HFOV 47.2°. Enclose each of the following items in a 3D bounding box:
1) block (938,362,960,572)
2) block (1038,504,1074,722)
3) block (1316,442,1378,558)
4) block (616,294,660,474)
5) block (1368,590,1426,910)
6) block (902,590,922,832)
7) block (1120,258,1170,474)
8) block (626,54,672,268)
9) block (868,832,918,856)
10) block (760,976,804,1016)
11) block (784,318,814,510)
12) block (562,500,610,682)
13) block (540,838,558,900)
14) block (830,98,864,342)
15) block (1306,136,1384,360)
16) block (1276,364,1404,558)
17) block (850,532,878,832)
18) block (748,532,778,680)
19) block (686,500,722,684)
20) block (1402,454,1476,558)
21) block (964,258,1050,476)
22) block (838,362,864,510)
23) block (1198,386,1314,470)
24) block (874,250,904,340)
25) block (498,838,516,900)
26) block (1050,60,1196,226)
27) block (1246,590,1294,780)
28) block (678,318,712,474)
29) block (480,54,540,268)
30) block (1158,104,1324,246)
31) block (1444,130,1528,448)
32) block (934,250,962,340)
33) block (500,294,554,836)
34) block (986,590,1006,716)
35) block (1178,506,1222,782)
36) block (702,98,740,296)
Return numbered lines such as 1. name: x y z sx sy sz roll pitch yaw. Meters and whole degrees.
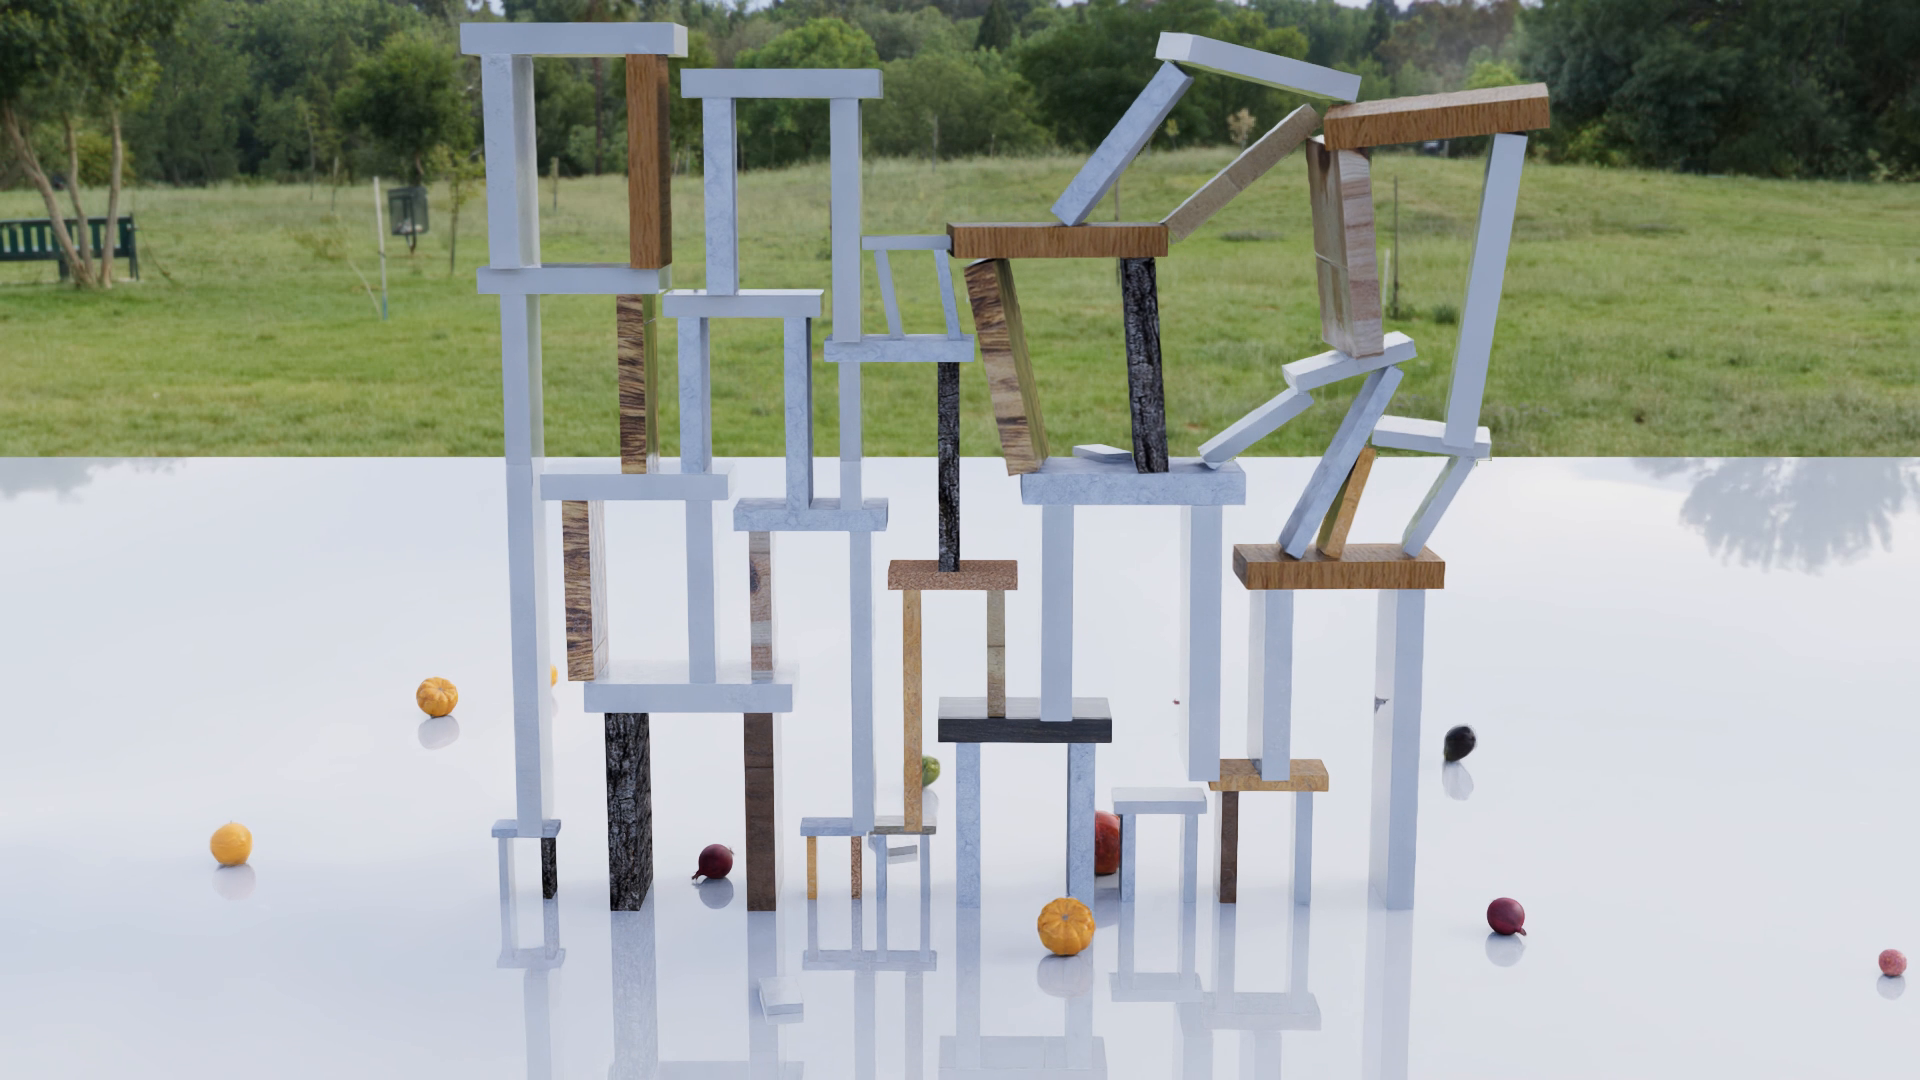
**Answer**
1. block: -0.018 -0.125 3.540 0.033 0.336 0.118 0 11 0
2. block: 0.155 0.102 3.580 0.050 0.351 0.176 0 11 0
3. block: 0.621 -0.068 3.541 0.026 0.182 0.091 17 10 -3
4. block: -0.513 -0.256 3.512 0.040 0.283 0.141 0 11 1
5. block: 0.719 0.326 3.624 0.045 0.535 0.158 0 11 0
6. block: -0.077 0.269 3.606 0.029 0.402 0.104 0 10 -1
7. block: 0.293 -0.284 3.503 0.047 0.334 0.167 -4 10 3
8. block: -0.486 -0.592 3.441 0.046 0.324 0.162 0 11 -1
9. block: -0.120 0.537 3.913 0.053 0.015 0.106 -4 11 -23
10. block: -0.262 0.666 3.218 0.053 0.015 0.106 -2 11 -11
11. block: -0.258 -0.208 3.521 0.035 0.306 0.123 0 11 0
12. block: -0.609 0.068 3.581 0.042 0.296 0.148 0 11 0
13. block: -0.684 0.538 3.659 0.015 0.106 0.053 0 11 0
14. block: -0.178 -0.505 3.464 0.043 0.373 0.151 0 11 -1
15. block: 0.599 -0.459 3.427 0.046 0.327 0.163 -10 17 -6
16. block: 0.608 -0.131 3.520 0.028 0.336 0.097 27 11 -5
17. block: -0.158 0.220 3.608 0.034 0.498 0.122 0 11 0
18. block: -0.319 0.095 3.583 0.034 0.243 0.121 0 11 0
19. block: -0.416 0.070 3.570 0.042 0.296 0.148 0 11 -3
20. block: 0.767 -0.066 3.525 0.026 0.182 0.091 29 22 2
21. block: 0.077 -0.282 3.505 0.047 0.334 0.167 -11 10 11
22. block: -0.173 -0.174 3.530 0.033 0.236 0.118 0 11 0
23. block: 0.473 -0.183 3.519 0.194 0.028 0.097 -34 7 8
24. block: -0.112 -0.391 3.483 0.020 0.139 0.070 -11 10 2
25. block: -0.754 0.538 3.659 0.015 0.106 0.053 0 11 0
26. block: 0.255 -0.620 3.441 0.041 0.288 0.144 39 15 2
27. block: 0.506 0.219 3.598 0.045 0.315 0.158 -1 11 -2
28. block: -0.423 -0.238 3.514 0.035 0.246 0.123 0 11 0
29. block: -0.702 -0.593 3.445 0.046 0.324 0.162 0 11 1
30. block: 0.442 -0.579 3.495 0.288 0.041 0.144 -40 5 3
31. block: 0.808 -0.396 3.395 0.046 0.483 0.163 9 20 9
32. block: -0.019 -0.391 3.483 0.020 0.139 0.070 -10 10 2
33. block: -0.701 0.037 3.571 0.040 0.881 0.141 0 11 -2
34. block: 0.059 0.173 3.587 0.029 0.208 0.104 0 11 1
35. block: 0.392 0.151 3.591 0.050 0.452 0.176 -1 11 0
36. block: -0.376 -0.542 3.462 0.043 0.302 0.151 -1 11 -3
